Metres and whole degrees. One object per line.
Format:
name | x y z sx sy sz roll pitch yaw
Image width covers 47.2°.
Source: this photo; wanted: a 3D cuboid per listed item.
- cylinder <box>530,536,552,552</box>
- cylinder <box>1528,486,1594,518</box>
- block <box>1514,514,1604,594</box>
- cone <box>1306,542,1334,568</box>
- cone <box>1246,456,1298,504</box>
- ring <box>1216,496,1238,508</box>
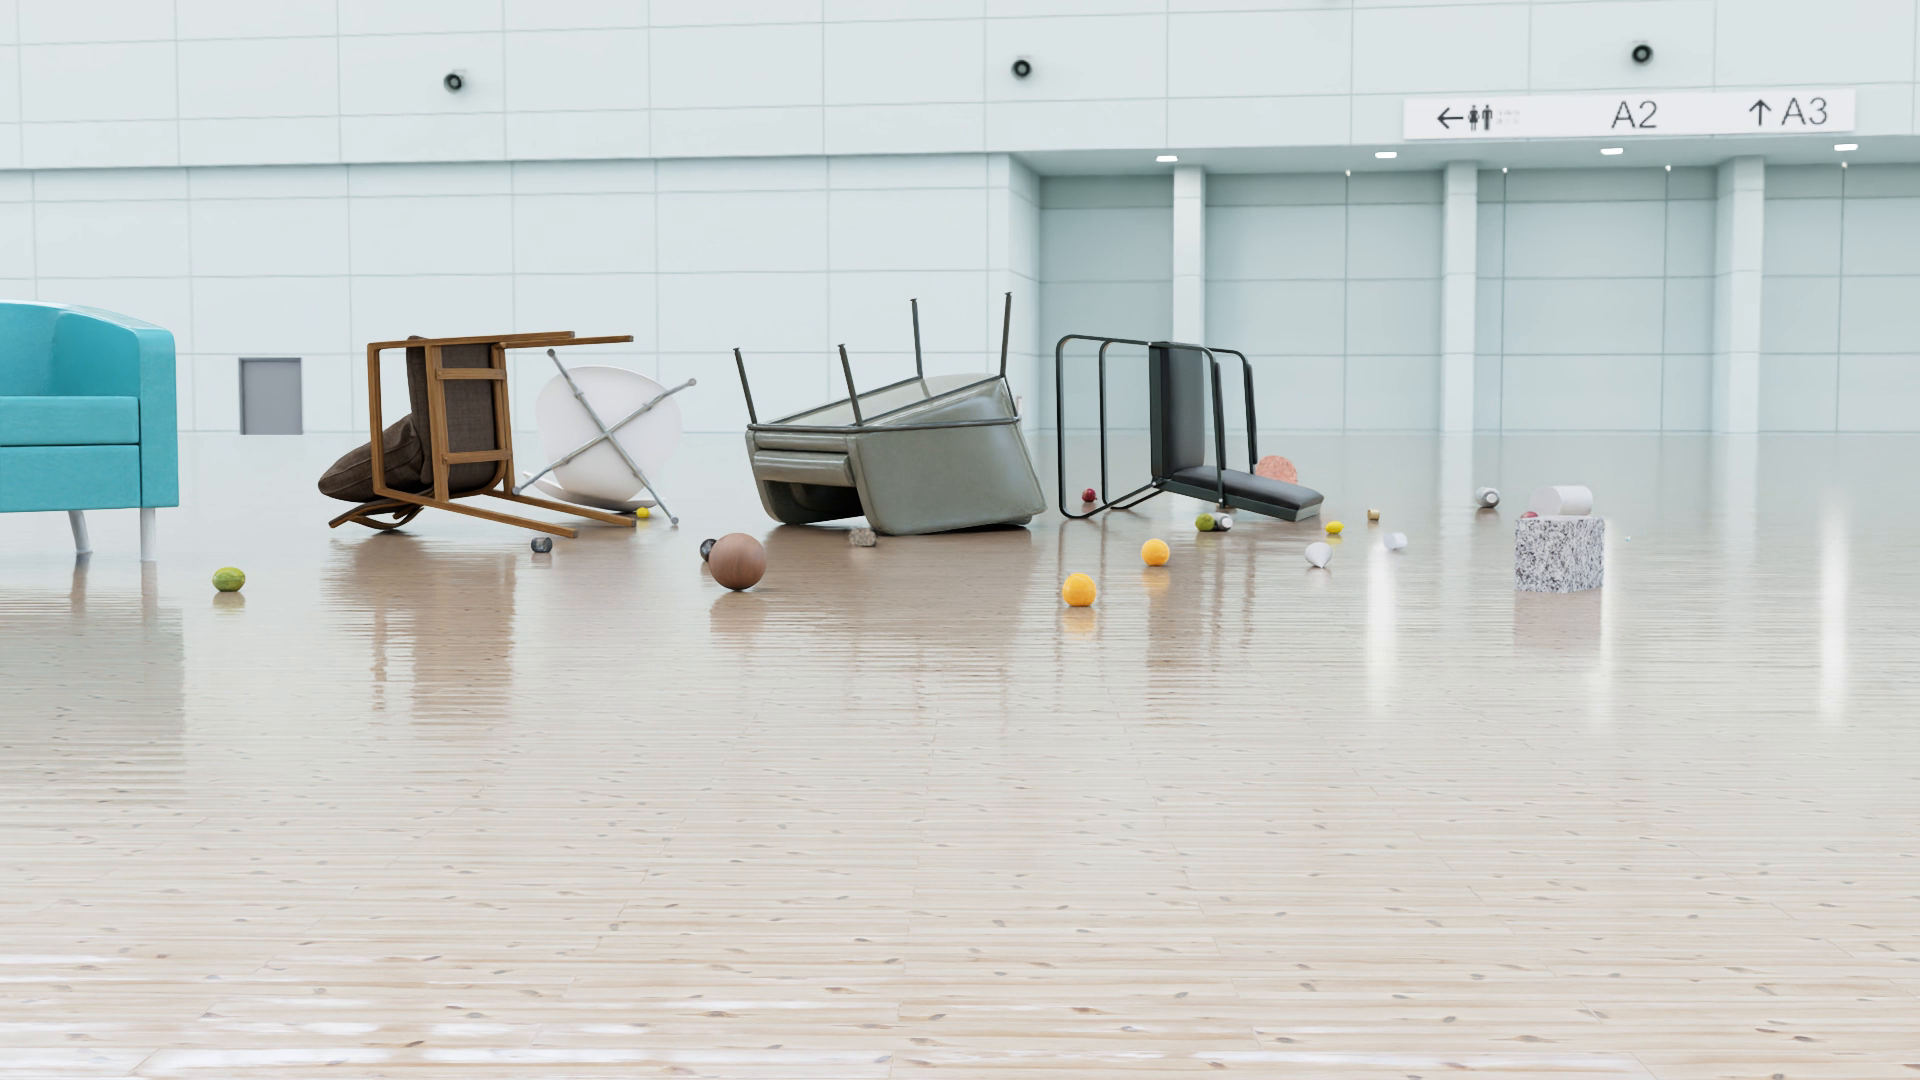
cylinder | -1.150 0.013 6.047 0.040 0.043 0.044 2 -13 26
cylinder | 1.965 -0.112 7.201 0.134 0.125 0.166 -2 -20 -27
block | 1.353 0.029 4.959 0.117 0.158 0.221 3 5 38
cone | 0.910 0.053 5.553 0.071 0.064 0.093 -11 26 12
cone | 1.245 -0.190 8.631 0.206 0.212 0.203 7 -21 25
ring | 1.010 -0.142 8.329 0.085 0.040 0.166 -1 3 -1
